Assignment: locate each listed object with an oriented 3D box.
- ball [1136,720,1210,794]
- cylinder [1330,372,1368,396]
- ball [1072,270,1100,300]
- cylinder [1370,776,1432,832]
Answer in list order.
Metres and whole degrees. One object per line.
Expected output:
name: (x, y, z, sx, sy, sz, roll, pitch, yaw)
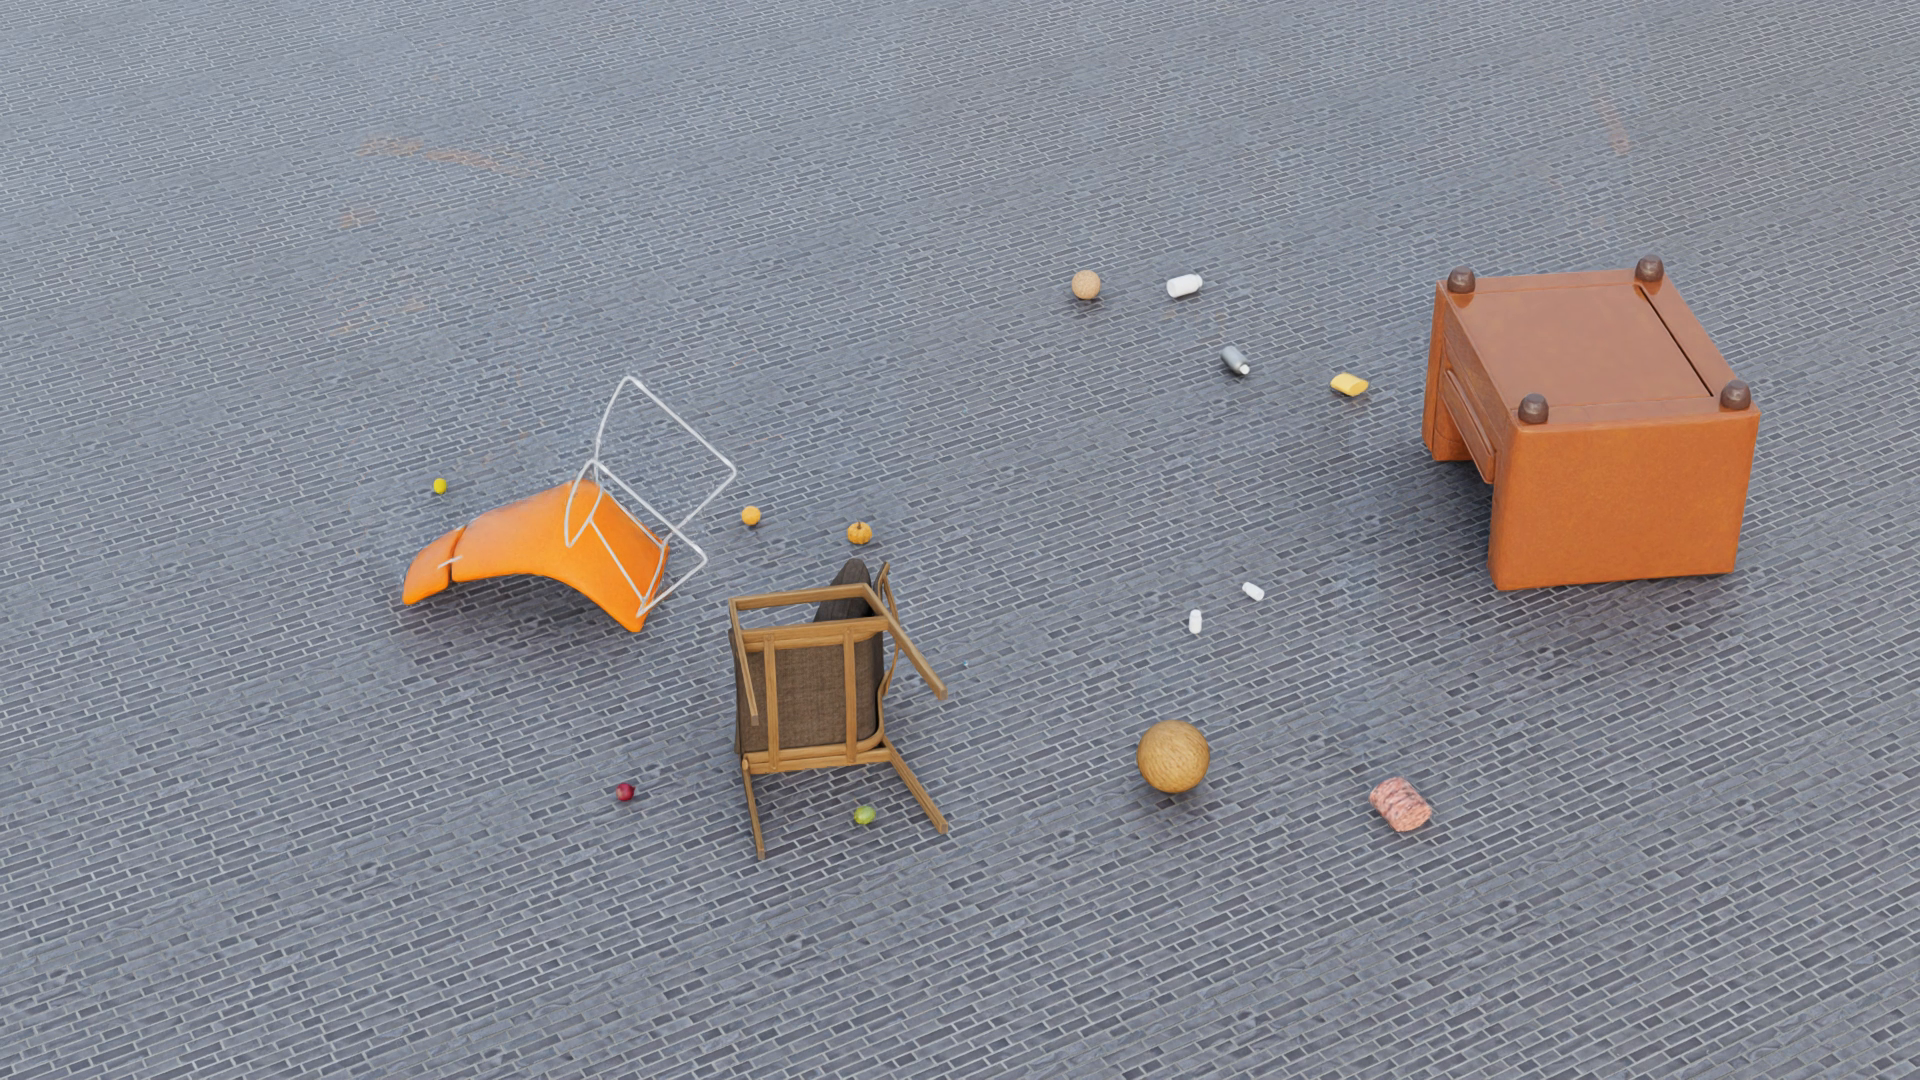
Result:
ball: (0.701, 0.711, 9.645, 0.242, 0.242, 0.242, 0, 33, 0)
cylinder: (1.574, -0.630, 11.845, 0.130, 0.058, 0.092, -19, 37, -41)
ball: (0.537, -1.087, 12.480, 0.126, 0.126, 0.126, 0, 33, 0)
cylinder: (1.436, 0.861, 9.555, 0.138, 0.088, 0.163, -23, 38, -11)
